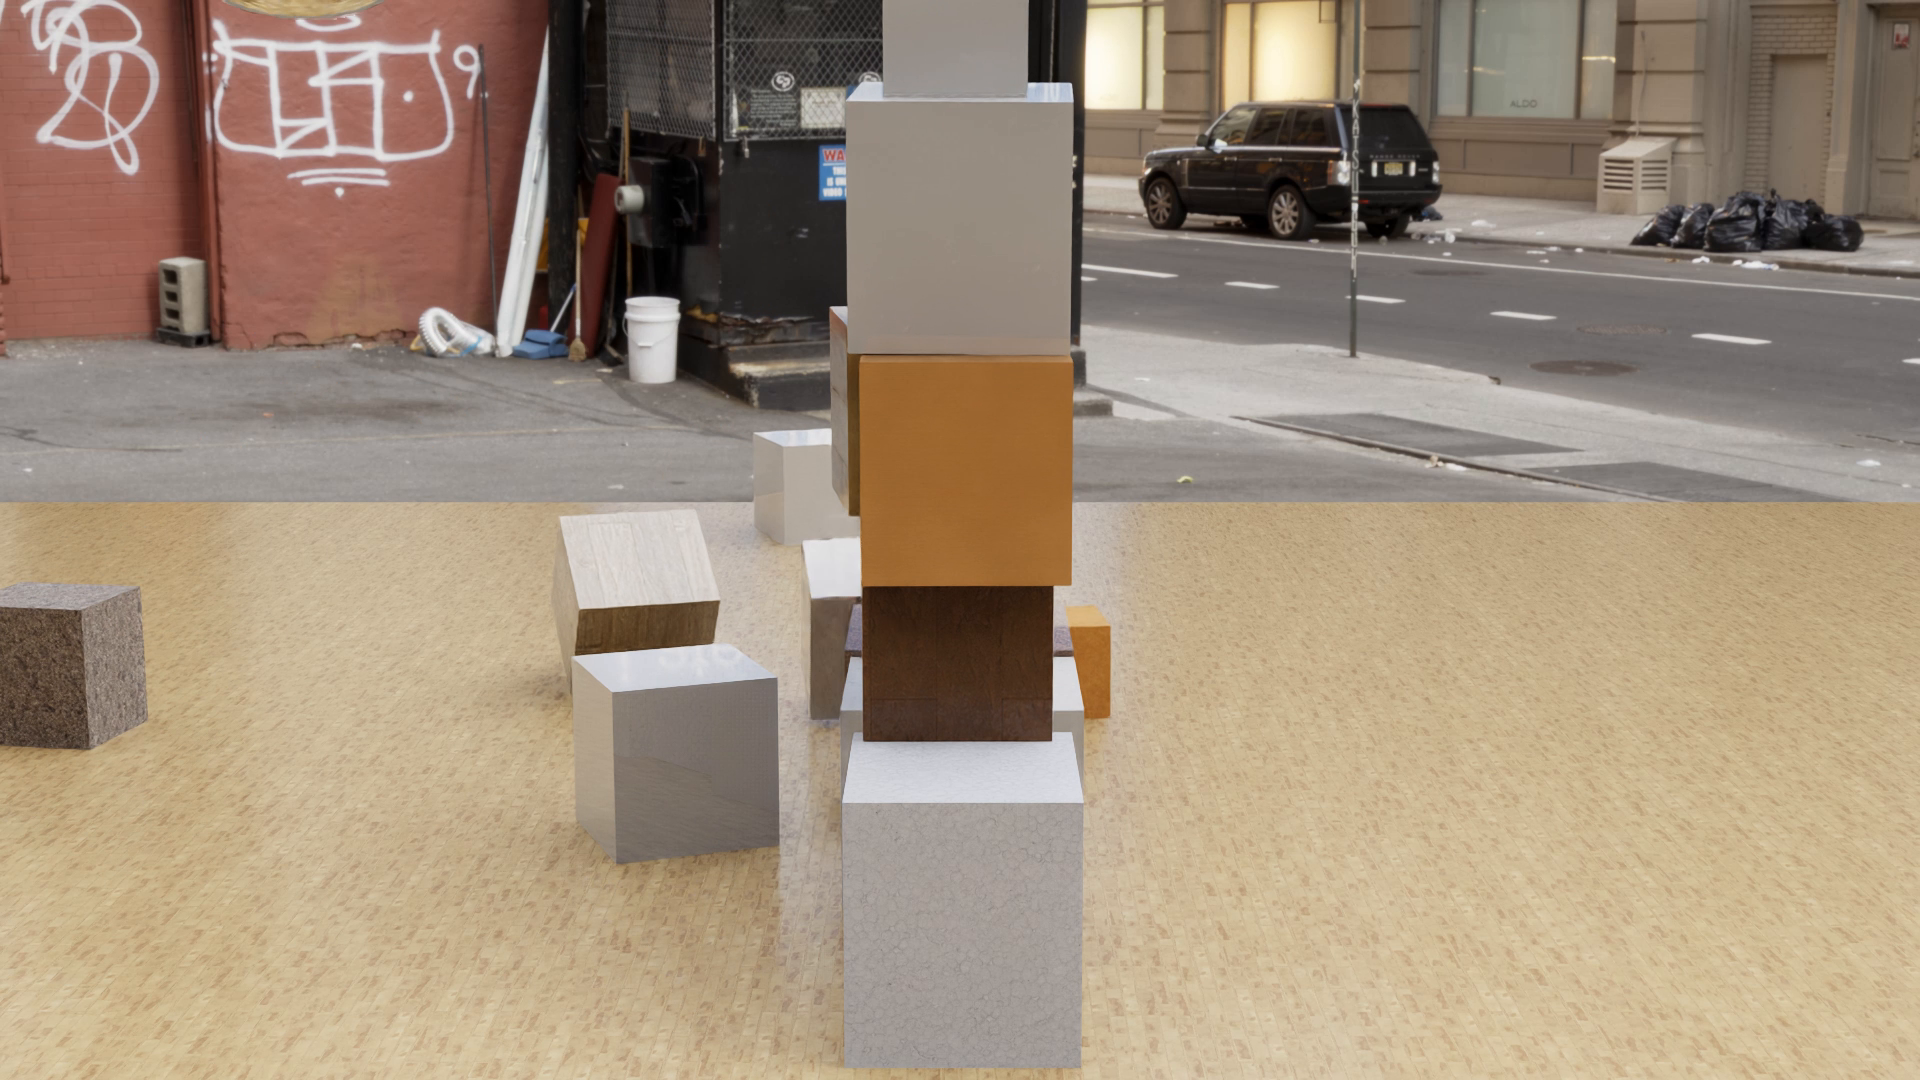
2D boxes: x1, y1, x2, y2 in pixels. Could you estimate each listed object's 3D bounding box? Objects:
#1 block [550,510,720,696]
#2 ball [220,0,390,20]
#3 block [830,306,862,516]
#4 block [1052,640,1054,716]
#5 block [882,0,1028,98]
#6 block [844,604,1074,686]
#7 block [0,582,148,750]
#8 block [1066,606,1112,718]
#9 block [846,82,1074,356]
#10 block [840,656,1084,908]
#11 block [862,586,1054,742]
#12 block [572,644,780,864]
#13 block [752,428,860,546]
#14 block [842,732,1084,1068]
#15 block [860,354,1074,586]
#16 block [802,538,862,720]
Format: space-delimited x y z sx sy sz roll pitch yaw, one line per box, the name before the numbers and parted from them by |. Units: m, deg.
block | -1.886 0.354 14.818 0.797 0.704 0.745 -3 45 -18
ball | -2.753 -2.972 10.640 1.600 1.600 1.600 0 10 0
block | -0.142 -0.556 10.695 0.729 0.775 0.637 -2 12 -9
block | -0.011 0.255 10.835 0.785 0.870 0.708 0 12 0
block | -0.024 -1.995 9.810 0.540 0.547 0.634 0 15 -1
block | -0.004 0.856 12.345 1.051 0.899 1.032 0 10 0
block | -4.866 0.667 13.793 0.703 0.753 0.640 2 10 10
block | 0.514 0.683 14.359 0.572 0.519 0.564 -1 10 -6
block | 0.011 -1.264 9.955 0.837 0.941 0.886 1 15 2
block | 0.010 1.054 11.337 1.024 0.870 1.000 0 10 0
block | -0.010 0.396 10.104 0.725 0.642 0.683 0 10 0
block | -1.332 0.978 11.965 0.771 0.795 0.771 -4 11 -22
block | -1.107 -0.421 19.771 0.769 0.755 0.814 -4 11 -20
block | 0.011 1.317 9.572 0.847 0.983 0.980 0 10 0
block | 0.021 -0.317 9.902 0.783 0.833 0.896 0 10 0
block | -0.445 0.483 14.238 0.816 0.762 0.672 -2 27 -7
